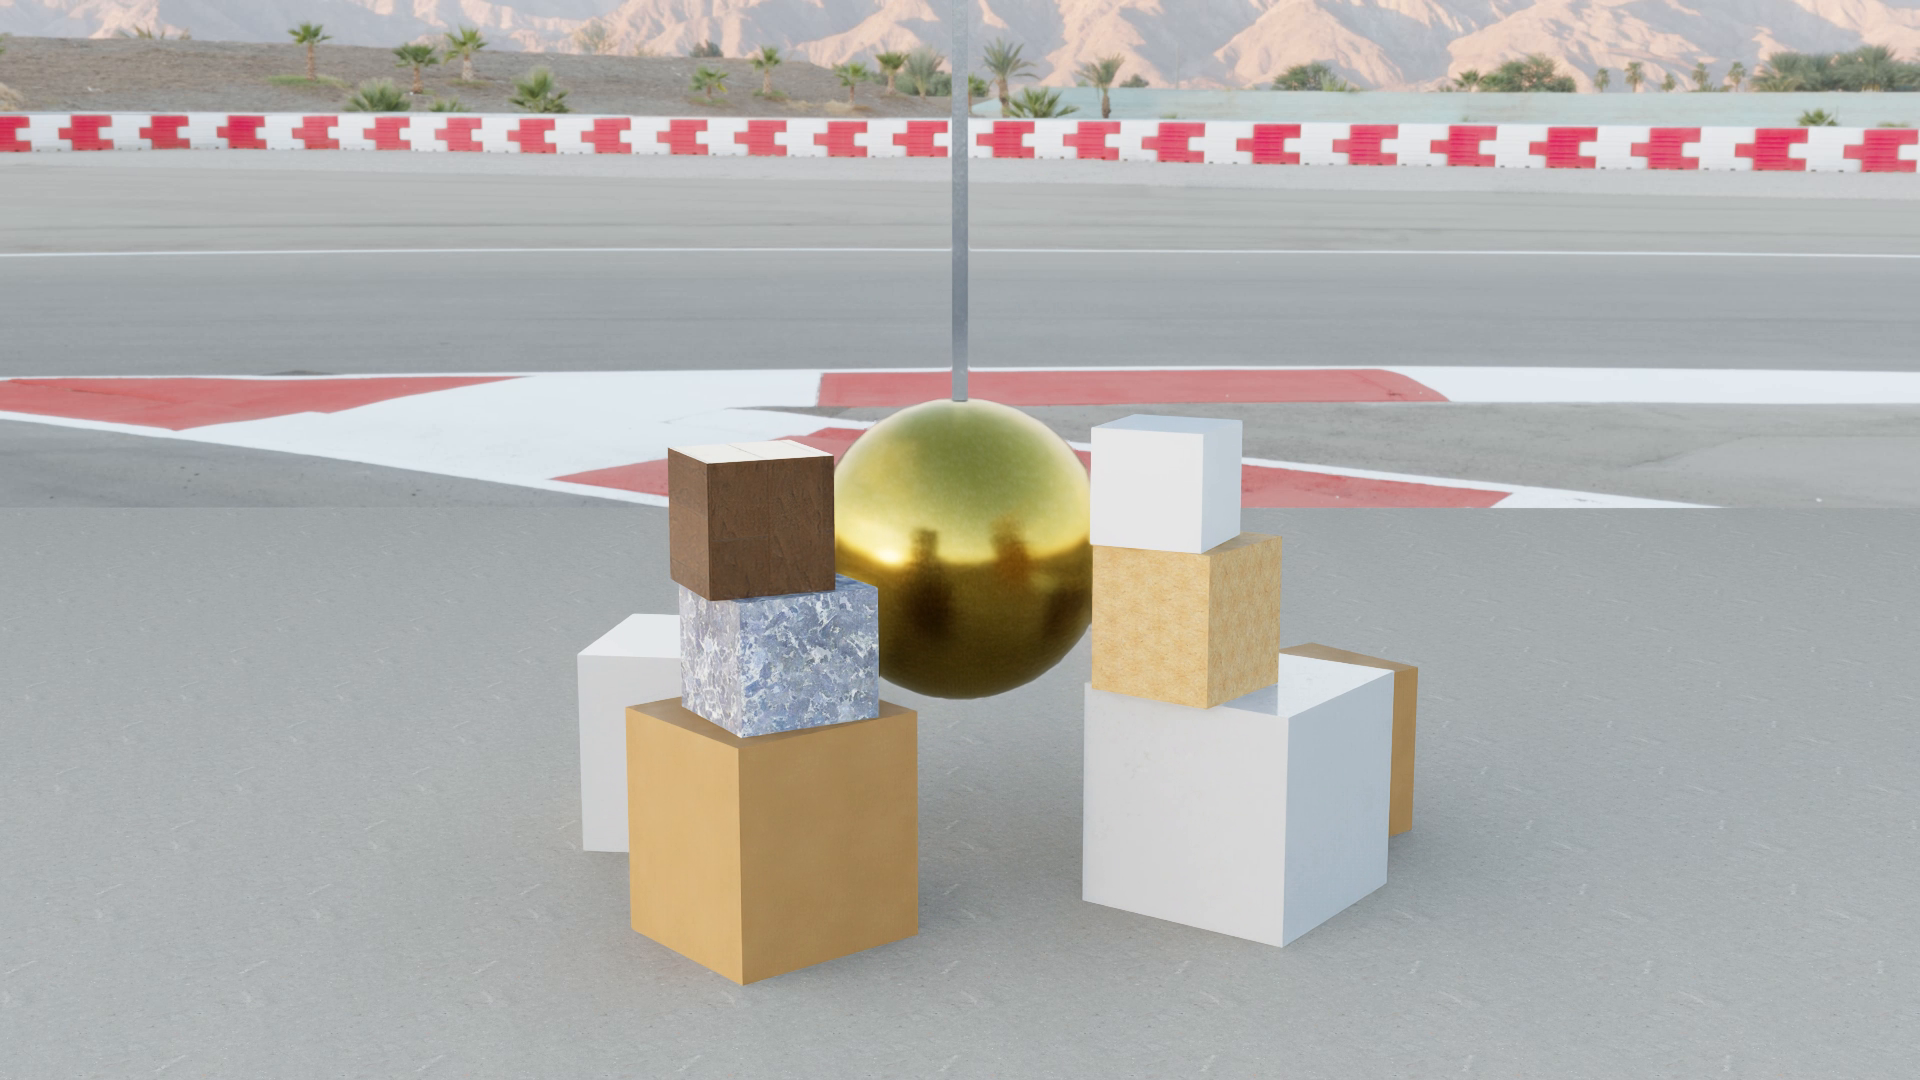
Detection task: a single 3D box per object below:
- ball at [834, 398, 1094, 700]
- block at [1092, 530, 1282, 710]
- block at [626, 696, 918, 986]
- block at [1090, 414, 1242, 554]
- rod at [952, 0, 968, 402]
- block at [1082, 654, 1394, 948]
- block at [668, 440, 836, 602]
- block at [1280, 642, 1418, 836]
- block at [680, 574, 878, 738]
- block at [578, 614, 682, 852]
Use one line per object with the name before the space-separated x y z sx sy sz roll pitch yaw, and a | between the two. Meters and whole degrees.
ball | 0.000 0.045 11.662 1.600 1.600 1.600 0 10 0
block | 1.032 0.329 10.006 0.611 0.683 0.626 8 13 37
block | -0.835 1.253 9.793 0.947 1.031 0.887 -8 13 -39
block | 0.930 -0.261 9.878 0.520 0.524 0.536 5 11 25
rod | 0.000 -3.243 10.796 0.080 5.200 0.080 0 15 0
block | 1.308 1.150 10.319 1.048 1.045 1.060 7 13 35
block | -0.902 -0.094 9.484 0.564 0.582 0.536 -5 11 -25
block | 1.840 1.059 11.331 0.683 0.861 0.719 -8 13 -38
block | -0.793 0.471 9.607 0.657 0.574 0.615 -6 12 -30
block | -1.381 0.986 11.332 0.884 1.005 0.960 1 10 8
